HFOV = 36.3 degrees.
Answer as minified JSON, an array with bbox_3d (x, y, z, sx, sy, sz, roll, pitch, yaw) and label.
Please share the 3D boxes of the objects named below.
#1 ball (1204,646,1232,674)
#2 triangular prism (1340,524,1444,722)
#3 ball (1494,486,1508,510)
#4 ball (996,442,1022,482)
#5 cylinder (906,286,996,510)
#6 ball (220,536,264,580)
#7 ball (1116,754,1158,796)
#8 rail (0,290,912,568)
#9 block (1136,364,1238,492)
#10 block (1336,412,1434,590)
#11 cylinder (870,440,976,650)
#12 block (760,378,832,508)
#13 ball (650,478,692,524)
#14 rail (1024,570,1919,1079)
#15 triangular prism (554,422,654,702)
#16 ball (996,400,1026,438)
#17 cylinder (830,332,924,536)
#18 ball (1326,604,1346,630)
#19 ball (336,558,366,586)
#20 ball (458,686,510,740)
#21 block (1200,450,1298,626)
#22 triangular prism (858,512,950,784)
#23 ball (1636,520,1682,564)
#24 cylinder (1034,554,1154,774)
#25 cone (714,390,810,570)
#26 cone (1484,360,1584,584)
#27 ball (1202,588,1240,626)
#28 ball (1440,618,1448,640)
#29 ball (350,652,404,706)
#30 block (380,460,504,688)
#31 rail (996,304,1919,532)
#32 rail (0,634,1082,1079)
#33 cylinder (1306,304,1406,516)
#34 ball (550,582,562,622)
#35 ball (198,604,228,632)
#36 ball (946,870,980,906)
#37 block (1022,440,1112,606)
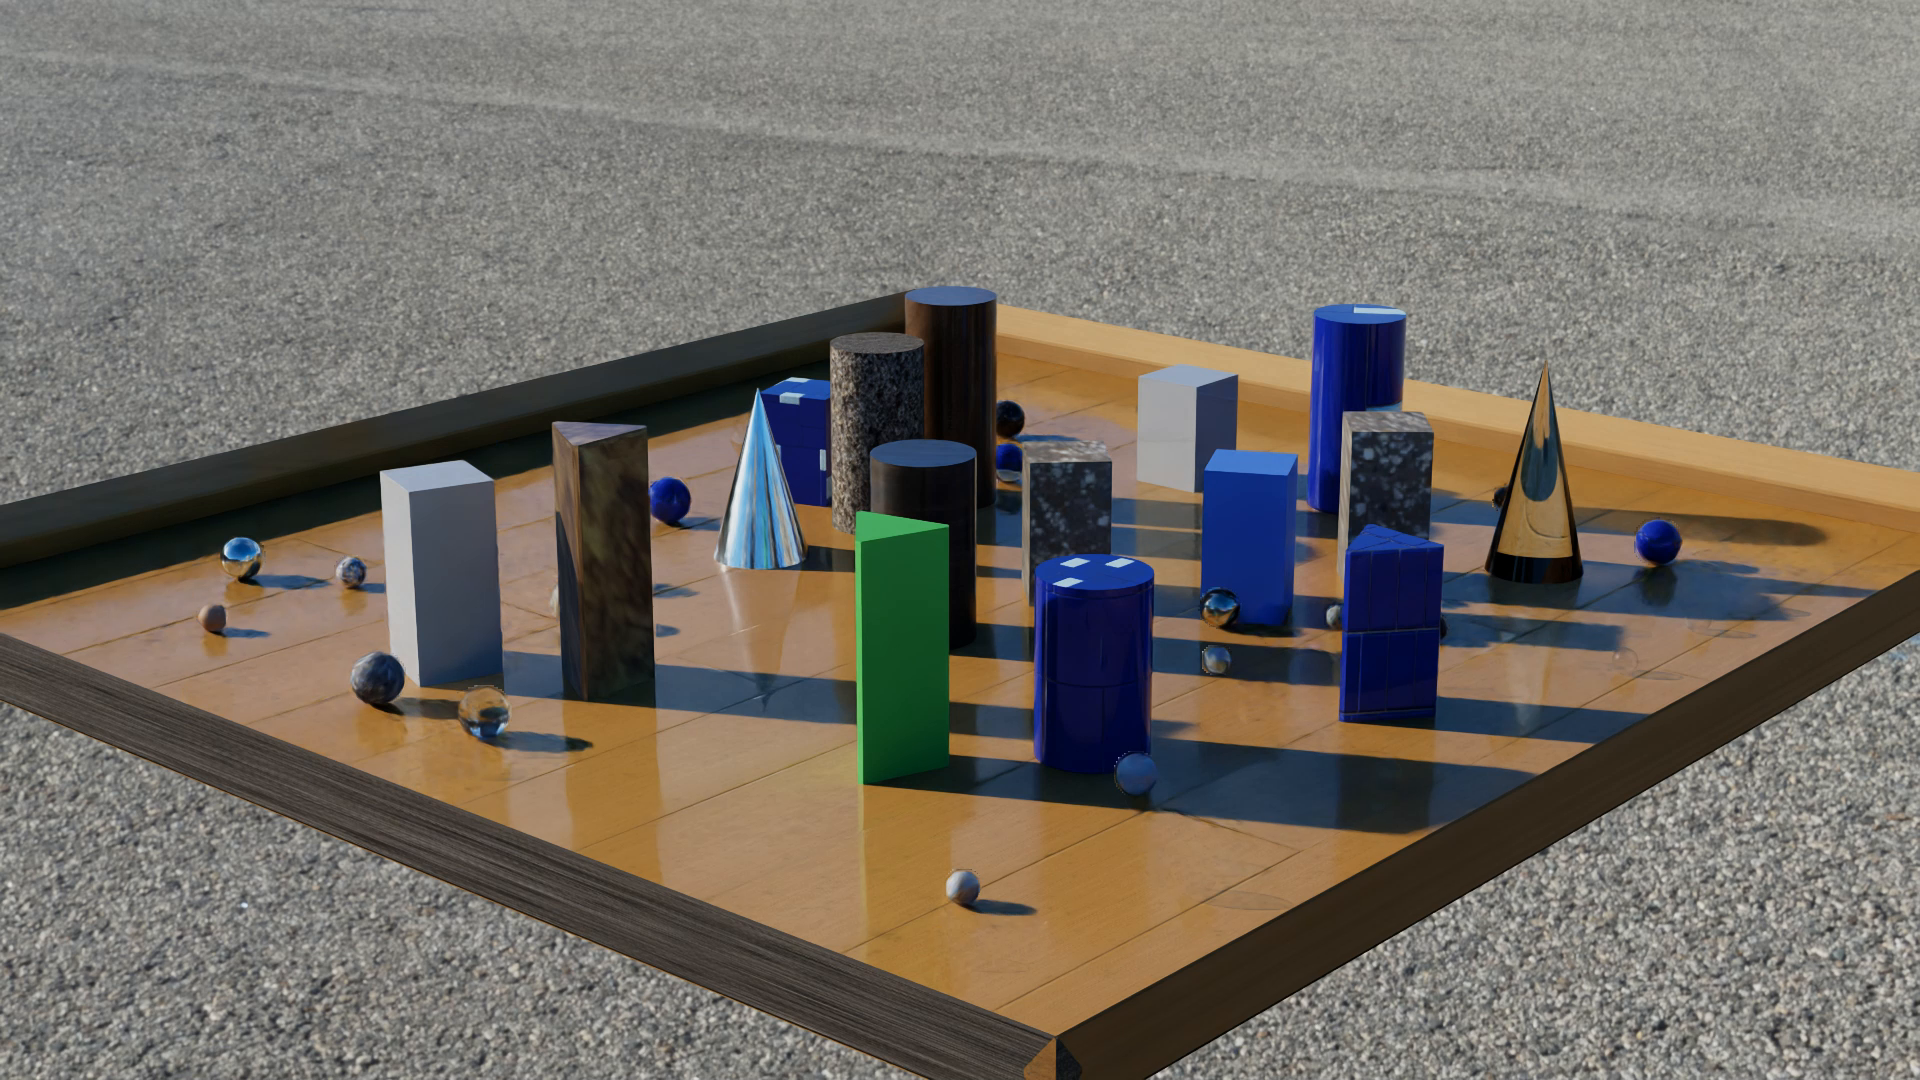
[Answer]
[{"bbox_3d":[0.413,0.193,4.702,0.045,0.045,0.045,0,17,0],"label":"ball"},{"bbox_3d":[0.648,0.125,4.531,0.151,0.274,0.131,-3,17,-9],"label":"triangular prism"},{"bbox_3d":[1.042,-0.078,5.587,0.050,0.050,0.050,0,17,0],"label":"ball"},{"bbox_3d":[0.093,-0.153,5.783,0.078,0.078,0.078,0,17,0],"label":"ball"},{"bbox_3d":[-0.017,-0.272,5.619,0.175,0.401,0.175,0,17,0],"label":"cylinder"},{"bbox_3d":[-1.269,0.032,5.180,0.075,0.075,0.075,0,17,0],"label":"ball"},{"bbox_3d":[0.254,0.336,4.205,0.060,0.060,0.060,0,17,0],"label":"ball"},{"bbox_3d":[-1.019,-0.229,5.968,0.045,0.114,2.840,14,22,39],"label":"rail"},{"bbox_3d":[0.448,-0.222,5.779,0.140,0.212,0.140,14,22,38],"label":"block"},{"bbox_3d":[0.743,-0.067,5.134,0.140,0.291,0.140,0,17,1],"label":"block"},{"bbox_3d":[-0.060,0.008,4.844,0.175,0.315,0.175,0,17,0],"label":"cylinder"},{"bbox_3d":[-0.294,-0.191,5.678,0.140,0.212,0.140,7,18,21],"label":"block"},{"bbox_3d":[-0.547,-0.075,5.513,0.086,0.086,0.086,0,17,0],"label":"ball"},{"bbox_3d":[1.019,0.285,4.276,0.045,0.114,2.840,14,22,39],"label":"rail"},{"bbox_3d":[-0.587,0.025,4.621,0.131,0.414,0.151,14,22,38],"label":"triangular prism"},{"bbox_3d":[0.097,-0.252,6.109,0.078,0.078,0.078,0,17,0],"label":"ball"},{"bbox_3d":[-0.154,-0.198,5.467,0.175,0.348,0.175,0,17,0],"label":"cylinder"},{"bbox_3d":[0.636,0.128,4.917,0.044,0.044,0.044,0,17,0],"label":"ball"},{"bbox_3d":[-1.066,0.056,5.139,0.052,0.052,0.052,0,17,0],"label":"ball"},{"bbox_3d":[-0.717,0.261,4.421,0.078,0.078,0.078,0,17,0],"label":"ball"},{"bbox_3d":[0.491,-0.006,4.981,0.140,0.263,0.140,4,17,13],"label":"block"},{"bbox_3d":[-0.114,0.150,4.286,0.151,0.368,0.131,-10,20,-30],"label":"triangular prism"},{"bbox_3d":[1.254,0.003,5.264,0.081,0.081,0.081,0,17,0],"label":"ball"},{"bbox_3d":[0.197,0.182,4.330,0.175,0.283,0.175,0,17,0],"label":"cylinder"},{"bbox_3d":[-0.361,-0.124,5.281,0.175,0.314,0.175,0,17,0],"label":"cone"},{"bbox_3d":[1.026,-0.134,5.186,0.175,0.389,0.175,0,17,0],"label":"cone"},{"bbox_3d":[0.437,0.114,4.922,0.064,0.064,0.064,0,17,0],"label":"ball"},{"bbox_3d":[0.786,0.148,4.856,0.042,0.042,0.042,0,17,0],"label":"ball"},{"bbox_3d":[-0.906,0.215,4.562,0.083,0.083,0.083,0,17,0],"label":"ball"},{"bbox_3d":[-0.829,0.052,4.691,0.140,0.322,0.140,-9,19,-28],"label":"block"},{"bbox_3d":[0.915,-0.278,6.131,2.745,0.114,0.045,14,22,39],"label":"rail"},{"bbox_3d":[-0.915,0.335,4.113,2.745,0.114,0.045,14,22,39],"label":"rail"},{"bbox_3d":[0.755,-0.248,5.589,0.175,0.374,0.175,0,17,0],"label":"cylinder"},{"bbox_3d":[-0.647,0.102,4.933,0.084,0.084,0.084,0,17,0],"label":"ball"},{"bbox_3d":[-1.250,0.130,4.905,0.047,0.047,0.047,0,17,0],"label":"ball"},{"bbox_3d":[0.004,0.455,3.836,0.046,0.046,0.046,0,17,0],"label":"ball"},{"bbox_3d":[0.184,-0.030,5.074,0.140,0.255,0.140,-1,17,-4],"label":"block"}]
